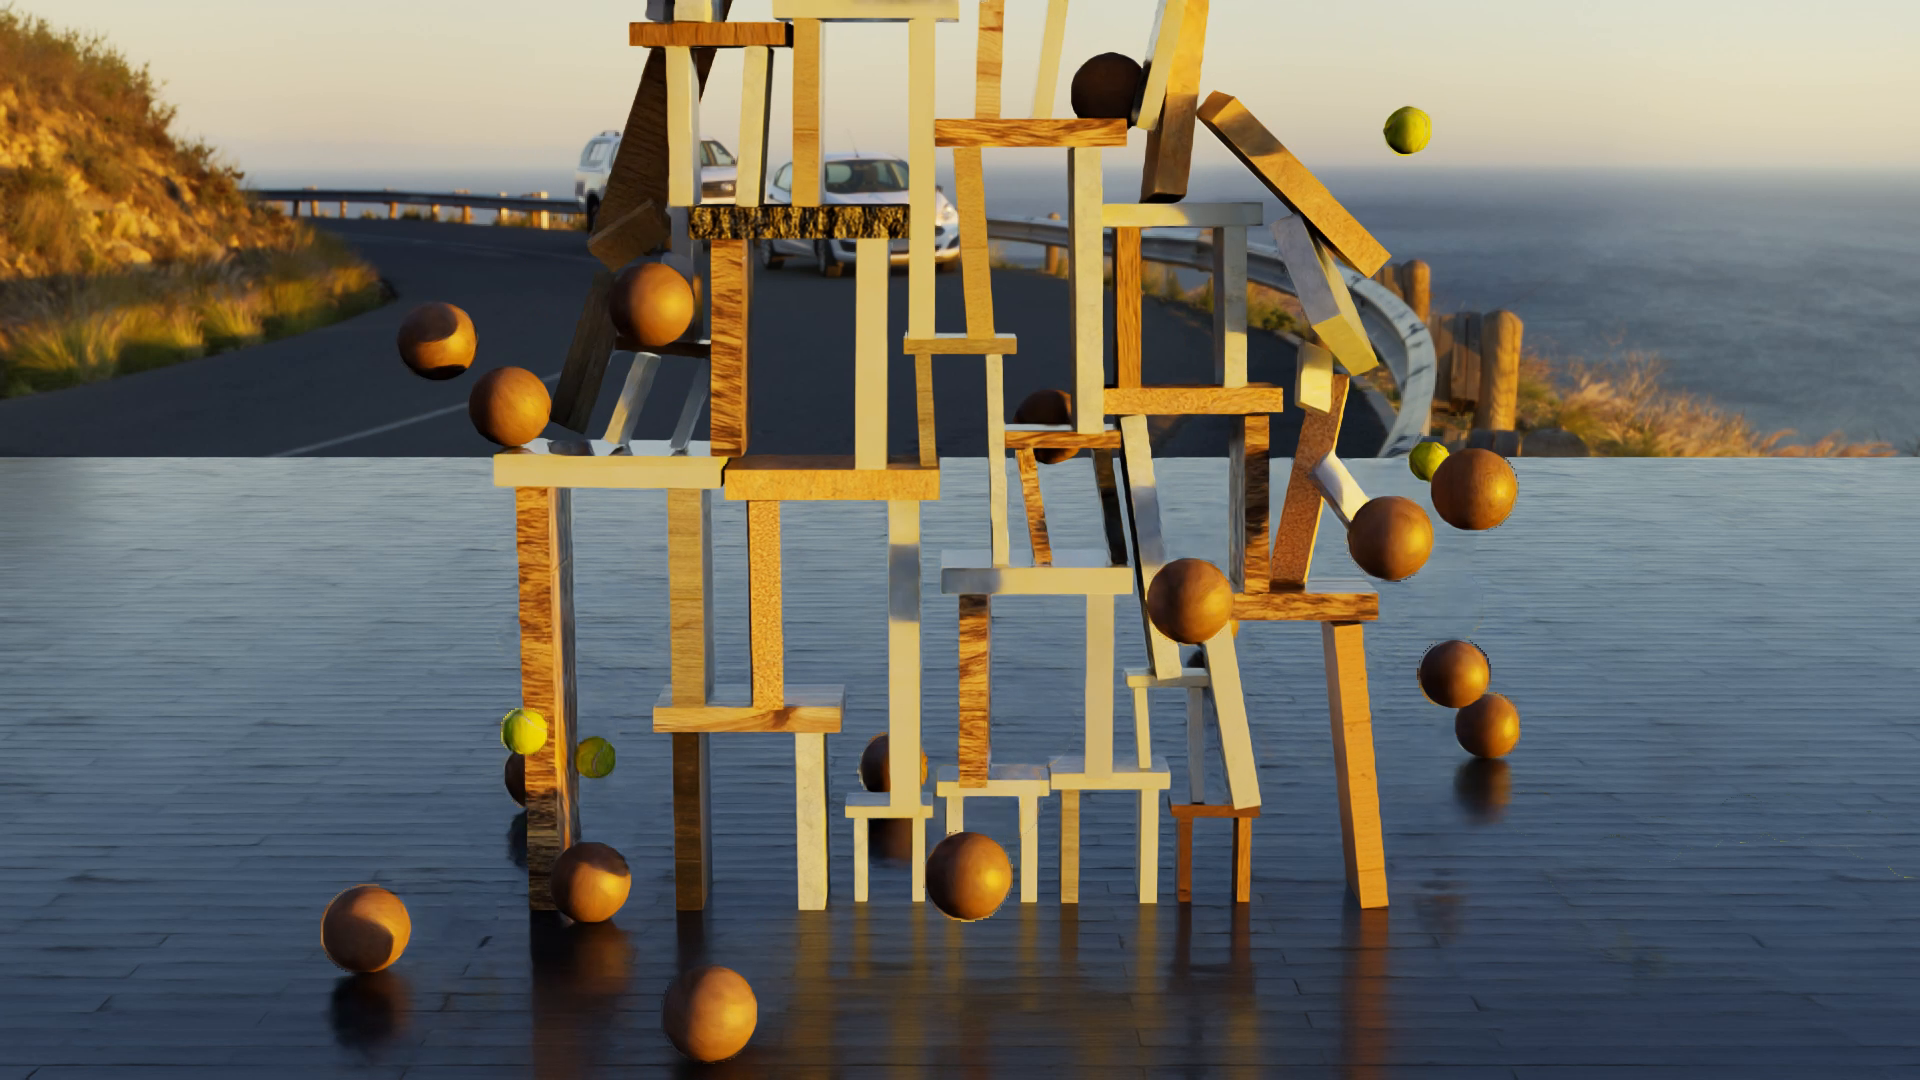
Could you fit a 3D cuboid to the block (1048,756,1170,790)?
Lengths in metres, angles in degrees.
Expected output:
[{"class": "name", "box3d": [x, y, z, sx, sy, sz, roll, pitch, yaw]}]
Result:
[{"class": "block", "box3d": [0.245, 0.384, 3.635, 0.194, 0.028, 0.097, 0, 11, 0]}]

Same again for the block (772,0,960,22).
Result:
[{"class": "block", "box3d": [-0.143, -0.827, 3.410, 0.284, 0.040, 0.142, 0, 11, 0]}]

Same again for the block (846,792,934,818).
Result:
[{"class": "block", "box3d": [-0.116, 0.439, 3.641, 0.143, 0.020, 0.072, 0, 11, 0]}]

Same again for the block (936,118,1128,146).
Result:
[{"class": "block", "box3d": [0.111, -0.638, 3.443, 0.294, 0.042, 0.147, 0, 11, 2]}]

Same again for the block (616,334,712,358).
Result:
[{"class": "block", "box3d": [-0.466, -0.311, 3.515, 0.151, 0.021, 0.076, 6, 10, 6]}]

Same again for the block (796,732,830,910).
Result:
[{"class": "block", "box3d": [-0.243, 0.443, 3.638, 0.042, 0.300, 0.150, 0, 11, 0]}]

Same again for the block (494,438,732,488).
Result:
[{"class": "block", "box3d": [-0.553, -0.124, 3.539, 0.356, 0.050, 0.178, 1, 11, 1]}]

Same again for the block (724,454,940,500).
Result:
[{"class": "block", "box3d": [-0.201, -0.102, 3.540, 0.338, 0.048, 0.169, 0, 11, 0]}]

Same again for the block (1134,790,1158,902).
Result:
[{"class": "block", "box3d": [0.310, 0.494, 3.656, 0.028, 0.194, 0.097, 0, 11, 0]}]

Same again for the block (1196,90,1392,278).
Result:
[{"class": "block", "box3d": [0.518, -0.558, 3.441, 0.349, 0.049, 0.175, 42, 9, -13]}]

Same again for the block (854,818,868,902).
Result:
[{"class": "block", "box3d": [-0.164, 0.520, 3.655, 0.020, 0.143, 0.072, 0, 10, 0]}]

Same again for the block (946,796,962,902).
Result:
[{"class": "block", "box3d": [-0.009, 0.499, 3.656, 0.026, 0.183, 0.091, 0, 11, 0]}]

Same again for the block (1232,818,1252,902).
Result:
[{"class": "block", "box3d": [0.467, 0.520, 3.653, 0.020, 0.144, 0.072, 0, 10, 0]}]

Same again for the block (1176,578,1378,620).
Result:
[{"class": "block", "box3d": [0.515, 0.096, 3.593, 0.310, 0.044, 0.155, 0, 8, 1]}]

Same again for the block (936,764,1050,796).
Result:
[{"class": "block", "box3d": [0.053, 0.397, 3.634, 0.183, 0.026, 0.091, 0, 11, -1]}]

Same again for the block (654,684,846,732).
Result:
[{"class": "block", "box3d": [-0.342, 0.275, 3.606, 0.300, 0.042, 0.150, 0, 11, 0]}]

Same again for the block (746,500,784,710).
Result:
[{"class": "block", "box3d": [-0.316, 0.090, 3.562, 0.048, 0.338, 0.169, -1, 11, -7]}]

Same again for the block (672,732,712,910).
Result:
[{"class": "block", "box3d": [-0.442, 0.443, 3.637, 0.042, 0.300, 0.150, 0, 11, 0]}]

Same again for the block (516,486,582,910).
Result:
[{"class": "block", "box3d": [-0.673, 0.244, 3.610, 0.050, 0.699, 0.178, 0, 10, 1]}]

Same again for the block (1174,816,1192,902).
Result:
[{"class": "block", "box3d": [0.372, 0.519, 3.653, 0.020, 0.144, 0.072, 0, 10, 1]}]

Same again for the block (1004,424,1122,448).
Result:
[{"class": "block", "box3d": [0.164, -0.168, 3.533, 0.185, 0.026, 0.093, 0, 11, -1]}]

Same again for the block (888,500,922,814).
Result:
[{"class": "block", "box3d": [-0.089, 0.175, 3.594, 0.048, 0.516, 0.169, 0, 10, 0]}]

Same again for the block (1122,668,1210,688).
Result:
[{"class": "block", "box3d": [0.339, 0.226, 3.616, 0.134, 0.019, 0.067, 0, 8, -3]}]

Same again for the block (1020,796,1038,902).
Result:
[{"class": "block", "box3d": [0.113, 0.499, 3.656, 0.026, 0.183, 0.091, 0, 11, 0]}]

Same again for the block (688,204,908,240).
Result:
[{"class": "block", "box3d": [-0.248, -0.503, 3.466, 0.338, 0.048, 0.169, 0, 11, 0]}]

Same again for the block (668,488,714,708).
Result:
[{"class": "block", "box3d": [-0.436, 0.079, 3.572, 0.050, 0.356, 0.178, 0, 11, -1]}]

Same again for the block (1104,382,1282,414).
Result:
[{"class": "block", "box3d": [0.367, -0.228, 3.545, 0.284, 0.040, 0.142, -1, 7, -1]}]

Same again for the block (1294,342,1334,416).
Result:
[{"class": "block", "box3d": [0.608, -0.277, 3.779, 0.061, 0.122, 0.017, 19, -28, -20]}]

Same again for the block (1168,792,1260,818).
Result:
[{"class": "block", "box3d": [0.419, 0.438, 3.639, 0.144, 0.020, 0.072, 0, 10, 1]}]

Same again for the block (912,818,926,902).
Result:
[{"class": "block", "box3d": [-0.068, 0.520, 3.655, 0.020, 0.143, 0.072, 0, 11, 0]}]

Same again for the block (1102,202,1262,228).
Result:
[{"class": "block", "box3d": [0.345, -0.517, 3.504, 0.253, 0.036, 0.126, -1, 7, -3]}]

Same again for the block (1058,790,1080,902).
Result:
[{"class": "block", "box3d": [0.181, 0.494, 3.655, 0.028, 0.194, 0.097, 0, 11, 0]}]

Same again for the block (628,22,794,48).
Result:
[{"class": "block", "box3d": [-0.381, -0.785, 3.419, 0.242, 0.034, 0.121, 1, 11, 7]}]

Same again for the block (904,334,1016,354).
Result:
[{"class": "block", "box3d": [0.000, -0.313, 3.502, 0.177, 0.025, 0.089, 0, 11, 0]}]

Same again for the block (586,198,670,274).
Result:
[{"class": "block", "box3d": [-0.526, -0.488, 3.529, 0.133, 0.067, 0.019, -30, 44, 17]}]

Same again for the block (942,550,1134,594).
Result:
[{"class": "block", "box3d": [0.123, 0.051, 3.571, 0.304, 0.043, 0.152, 0, 11, 0]}]
